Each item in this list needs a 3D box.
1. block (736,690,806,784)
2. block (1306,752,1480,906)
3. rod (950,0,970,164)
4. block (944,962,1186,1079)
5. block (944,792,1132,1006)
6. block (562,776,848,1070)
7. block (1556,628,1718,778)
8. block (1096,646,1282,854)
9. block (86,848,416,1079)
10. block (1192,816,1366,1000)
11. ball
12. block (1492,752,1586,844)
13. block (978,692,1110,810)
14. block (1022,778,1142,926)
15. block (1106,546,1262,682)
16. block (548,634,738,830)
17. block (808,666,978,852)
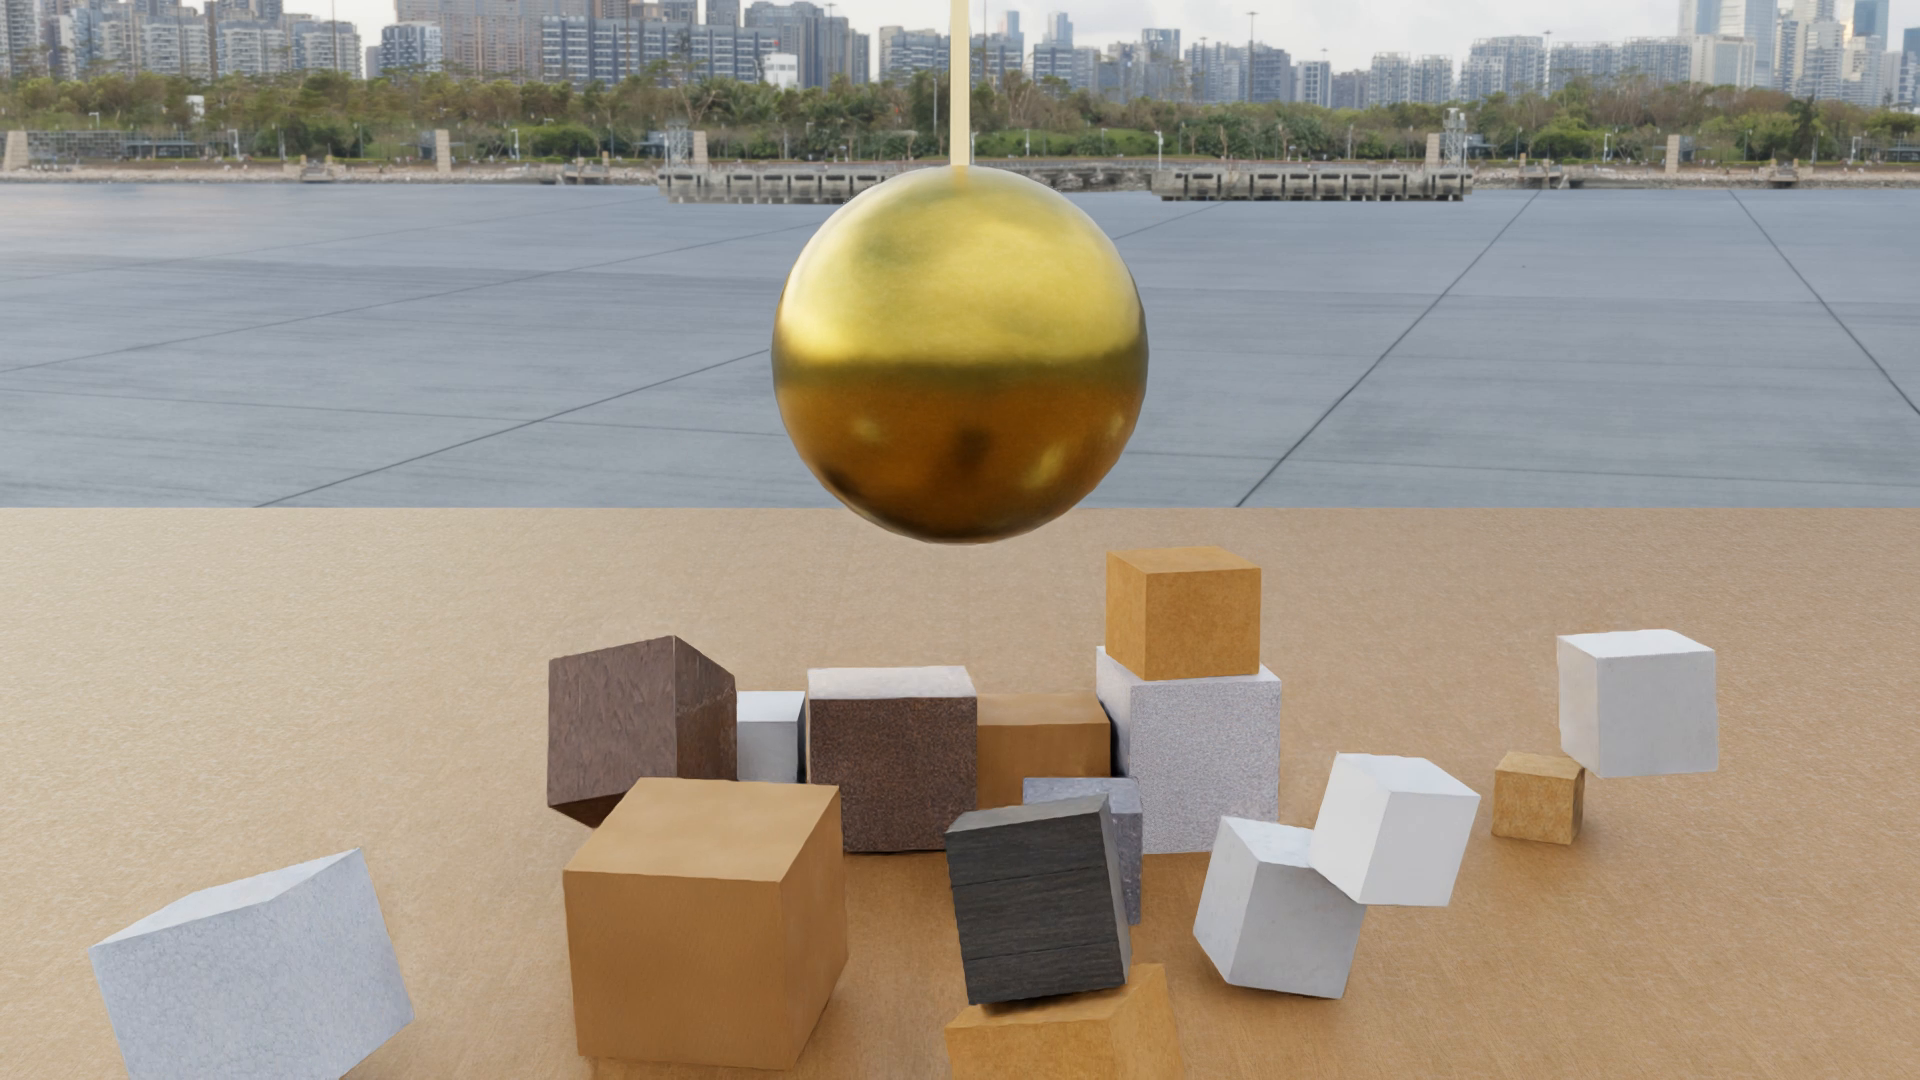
[{"bbox_3d":[-1.149,1.165,11.399,0.663,0.630,0.617,0,10,0],"label":"block"},{"bbox_3d":[1.745,1.168,8.883,0.452,0.483,0.380,6,16,-27],"label":"block"},{"bbox_3d":[0.000,-4.155,9.671,0.080,5.200,0.080,0,-6,0],"label":"rod"},{"bbox_3d":[0.380,1.834,7.512,0.600,0.582,0.546,-9,5,25],"label":"block"},{"bbox_3d":[0.281,1.232,7.622,0.528,0.582,0.579,-9,-1,7],"label":"block"},{"bbox_3d":[-0.988,1.507,8.787,0.855,0.787,0.925,1,17,11],"label":"block"},{"bbox_3d":[3.446,0.825,11.226,0.584,0.607,0.693,-4,7,0],"label":"block"},{"bbox_3d":[1.157,1.056,11.336,0.762,0.866,0.861,-1,10,-8],"label":"block"},{"bbox_3d":[-2.571,1.626,8.044,0.739,0.683,0.698,-16,4,12],"label":"block"},{"bbox_3d":[1.349,1.539,9.247,0.506,0.542,0.523,10,11,-12],"label":"block"},{"bbox_3d":[0.000,-0.776,9.301,1.600,1.600,1.600,0,10,0],"label":"ball"},{"bbox_3d":[2.979,1.323,11.317,0.395,0.343,0.377,5,12,24],"label":"block"},{"bbox_3d":[0.397,1.172,11.395,0.677,0.617,0.628,-1,10,-4],"label":"block"},{"bbox_3d":[0.558,1.435,10.195,0.534,0.530,0.550,0,10,1],"label":"block"},{"bbox_3d":[1.129,0.364,11.206,0.605,0.542,0.636,-3,11,-14],"label":"block"},{"bbox_3d":[-1.528,0.965,10.645,0.675,0.734,0.662,-12,-25,17],"label":"block"},{"bbox_3d":[-0.356,1.107,11.246,0.827,0.777,0.728,-1,9,-5],"label":"block"}]
